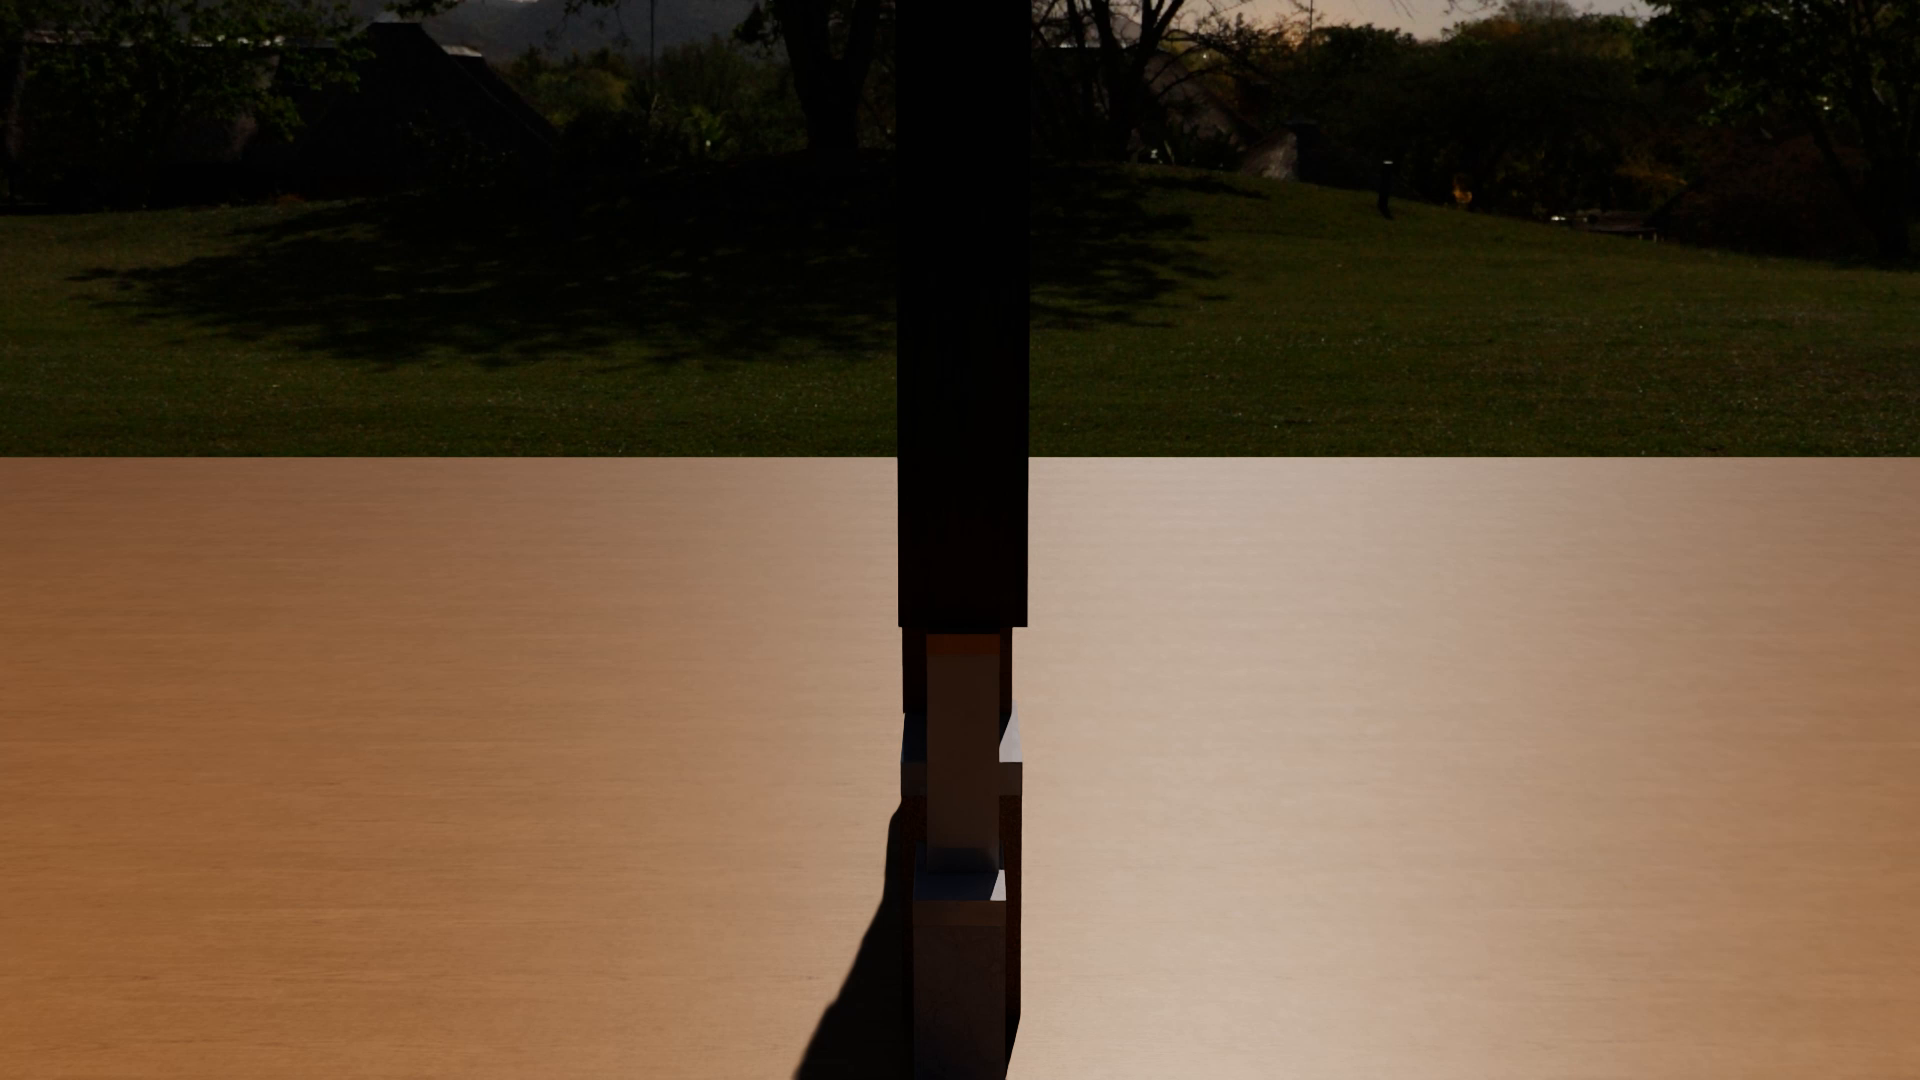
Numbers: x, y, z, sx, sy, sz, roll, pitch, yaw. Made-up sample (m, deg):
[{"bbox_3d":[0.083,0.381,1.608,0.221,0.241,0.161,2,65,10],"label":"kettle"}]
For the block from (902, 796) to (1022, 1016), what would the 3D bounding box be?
[{"bbox_3d":[0.002,0.513,3.152,0.170,0.340,0.048,0,11,0],"label":"block"}]

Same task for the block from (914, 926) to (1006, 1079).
[{"bbox_3d":[-0.001,0.610,2.903,0.121,0.241,0.034,0,11,0],"label":"block"}]

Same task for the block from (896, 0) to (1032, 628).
[{"bbox_3d":[0.004,-0.299,2.849,0.171,0.832,0.048,0,10,0],"label":"block"}]

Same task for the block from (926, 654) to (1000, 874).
[{"bbox_3d":[0.004,0.293,2.925,0.096,0.305,0.027,0,11,0],"label":"block"}]

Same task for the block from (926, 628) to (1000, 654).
[{"bbox_3d":[0.004,0.118,2.958,0.096,0.027,0.192,0,11,0],"label":"block"}]

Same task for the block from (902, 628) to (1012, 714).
[{"bbox_3d":[-0.004,0.095,3.304,0.165,0.329,0.047,0,11,0],"label":"block"}]

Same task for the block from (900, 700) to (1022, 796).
[{"bbox_3d":[0.002,0.301,3.229,0.170,0.048,0.340,0,11,0],"label":"block"}]

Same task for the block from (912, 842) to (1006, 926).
[{"bbox_3d":[-0.001,0.459,2.957,0.121,0.034,0.241,0,11,0],"label":"block"}]
